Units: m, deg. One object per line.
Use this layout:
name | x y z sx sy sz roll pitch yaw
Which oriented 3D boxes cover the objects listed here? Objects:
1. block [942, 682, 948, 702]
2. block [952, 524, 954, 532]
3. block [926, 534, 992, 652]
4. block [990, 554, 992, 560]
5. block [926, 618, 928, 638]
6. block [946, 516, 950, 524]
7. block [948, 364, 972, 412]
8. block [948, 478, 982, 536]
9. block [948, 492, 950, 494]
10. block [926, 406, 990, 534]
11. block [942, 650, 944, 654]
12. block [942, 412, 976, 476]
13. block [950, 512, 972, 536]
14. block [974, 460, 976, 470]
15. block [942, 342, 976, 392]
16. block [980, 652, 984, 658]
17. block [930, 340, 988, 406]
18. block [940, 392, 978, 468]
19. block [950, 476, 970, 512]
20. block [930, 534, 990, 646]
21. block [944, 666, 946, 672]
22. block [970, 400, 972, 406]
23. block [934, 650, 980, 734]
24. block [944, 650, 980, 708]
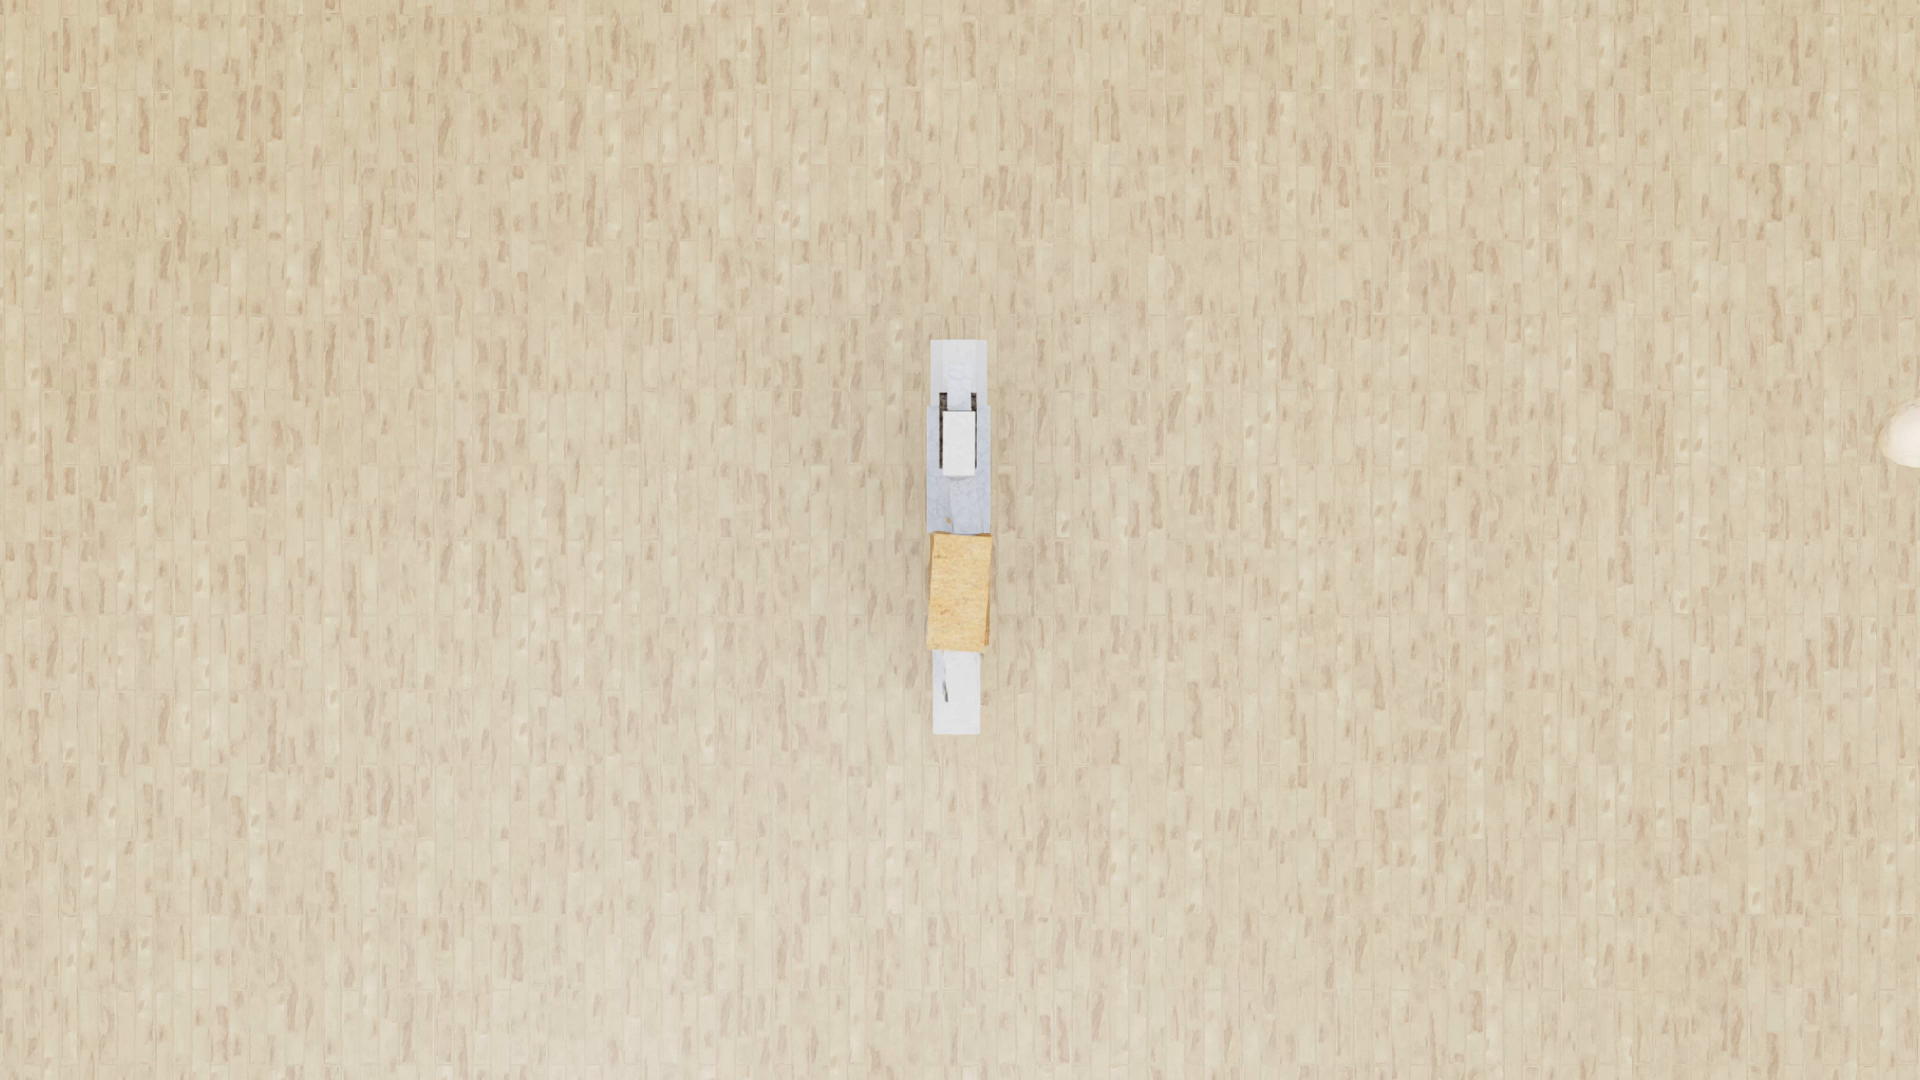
block | -0.005 0.427 4.661 0.083 0.285 0.024 -1 92 -2
block | 0.019 -0.031 4.305 0.071 0.142 0.020 -2 91 -3
block | -0.002 0.131 4.072 0.142 0.040 0.283 4 90 -1
block | 0.004 0.037 4.234 0.142 0.283 0.040 2 90 -1
block | -0.015 0.224 4.242 0.142 0.299 0.040 1 90 0
block | -0.006 -0.053 4.454 0.060 0.121 0.017 0 89 0
block | -0.002 -0.386 4.163 0.059 0.017 0.119 0 90 0
block | 0.013 -0.083 4.223 0.071 0.020 0.142 -7 90 -3
block | 0.005 -0.133 4.314 0.071 0.159 0.020 0 89 0
block | -0.004 -0.193 4.539 0.174 0.049 0.348 0 90 0
block | -0.008 0.305 4.594 0.083 0.167 0.024 3 90 -3
block | -0.002 -0.241 4.120 0.080 0.023 0.159 0 90 0
block | 0.001 -0.013 4.385 0.060 0.017 0.121 3 90 -1
block | -0.002 -0.187 4.211 0.080 0.159 0.023 0 90 0
block | -0.002 -0.471 4.710 0.095 0.027 0.189 0 90 0
block | -0.001 0.328 4.984 0.135 0.276 0.038 0 91 -1
block | -0.003 -0.445 5.128 0.174 0.049 0.347 0 90 0
block | -0.005 -0.286 4.304 0.098 0.028 0.196 0 90 0
block | -0.002 -0.128 4.401 0.053 0.015 0.106 0 90 0
block | -0.002 0.133 4.861 0.177 0.050 0.355 0 90 0
block | -0.017 0.372 4.749 0.052 0.103 0.015 -4 83 2
block | -0.001 -0.345 4.231 0.059 0.119 0.017 0 90 0
block | -0.010 0.430 4.825 0.135 0.038 0.271 0 94 0
block | 0.004 0.374 4.503 0.083 0.024 0.167 -5 94 -2
